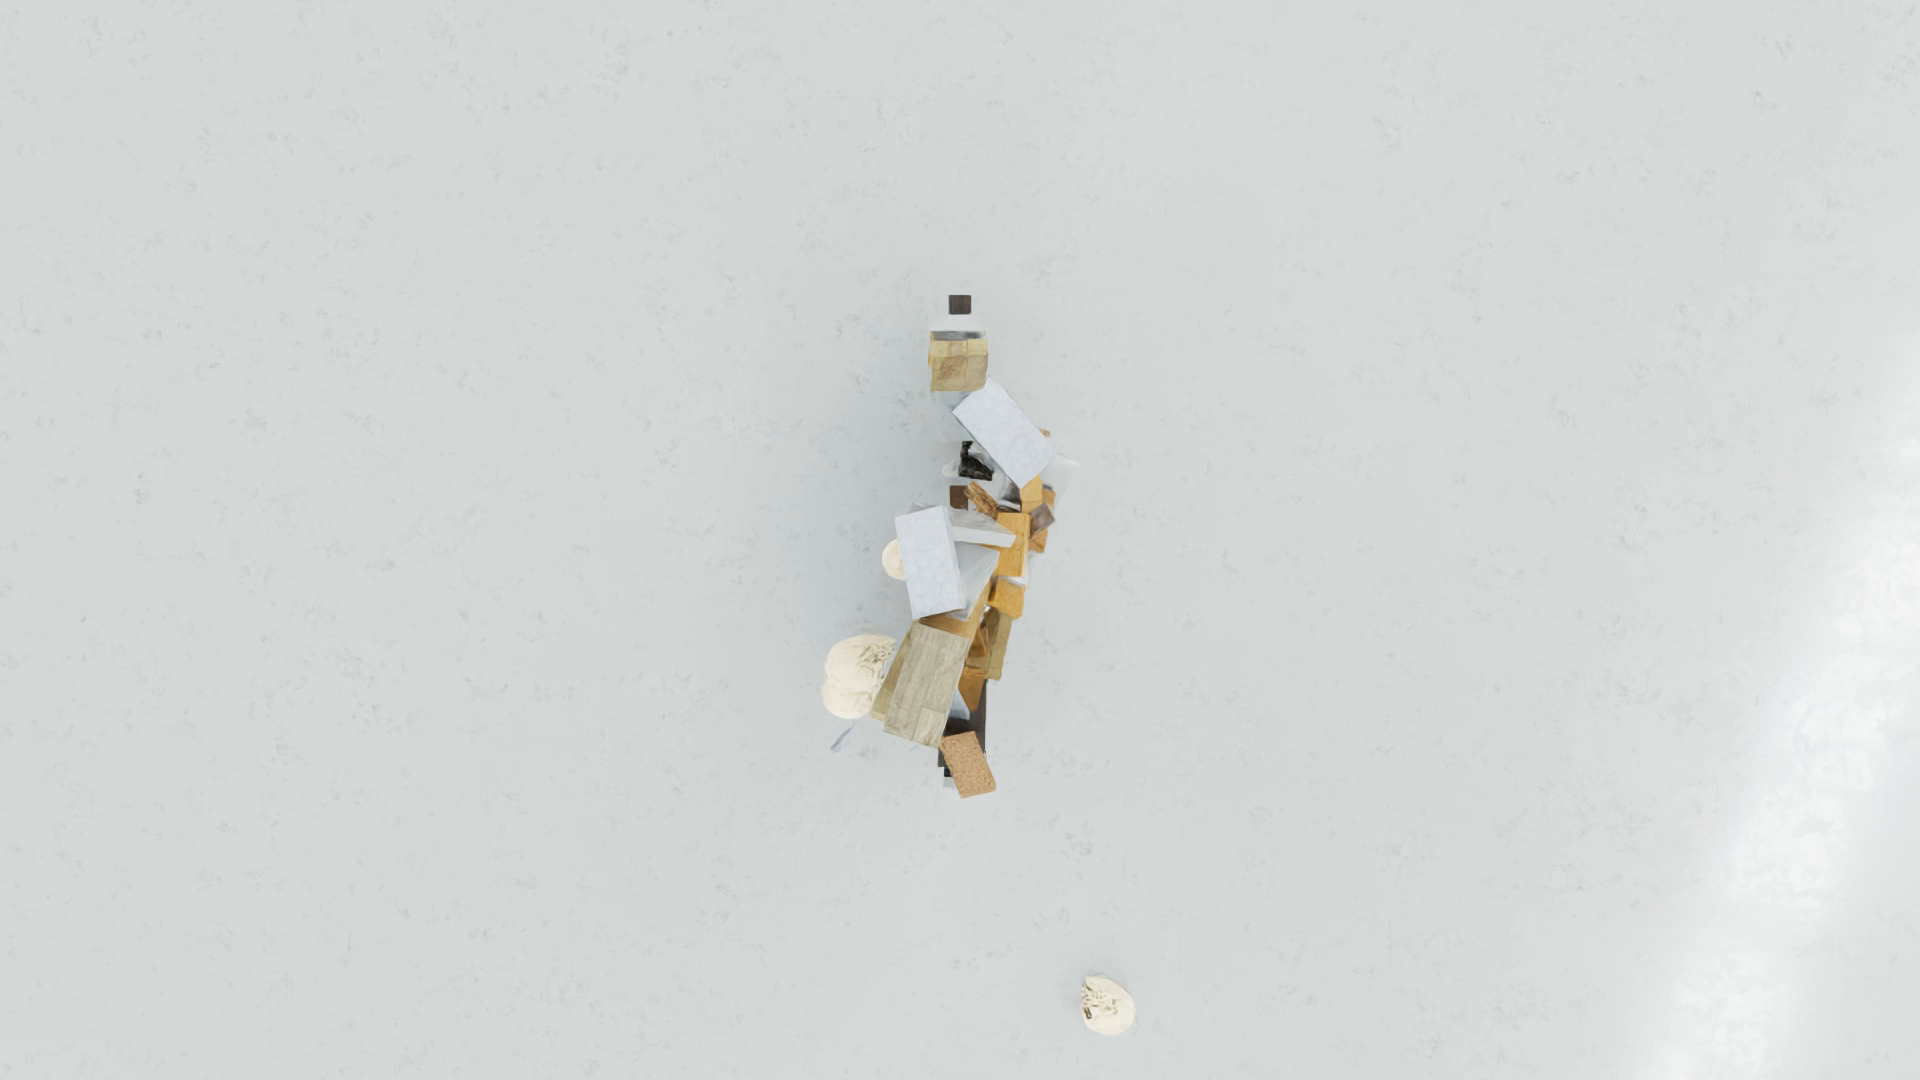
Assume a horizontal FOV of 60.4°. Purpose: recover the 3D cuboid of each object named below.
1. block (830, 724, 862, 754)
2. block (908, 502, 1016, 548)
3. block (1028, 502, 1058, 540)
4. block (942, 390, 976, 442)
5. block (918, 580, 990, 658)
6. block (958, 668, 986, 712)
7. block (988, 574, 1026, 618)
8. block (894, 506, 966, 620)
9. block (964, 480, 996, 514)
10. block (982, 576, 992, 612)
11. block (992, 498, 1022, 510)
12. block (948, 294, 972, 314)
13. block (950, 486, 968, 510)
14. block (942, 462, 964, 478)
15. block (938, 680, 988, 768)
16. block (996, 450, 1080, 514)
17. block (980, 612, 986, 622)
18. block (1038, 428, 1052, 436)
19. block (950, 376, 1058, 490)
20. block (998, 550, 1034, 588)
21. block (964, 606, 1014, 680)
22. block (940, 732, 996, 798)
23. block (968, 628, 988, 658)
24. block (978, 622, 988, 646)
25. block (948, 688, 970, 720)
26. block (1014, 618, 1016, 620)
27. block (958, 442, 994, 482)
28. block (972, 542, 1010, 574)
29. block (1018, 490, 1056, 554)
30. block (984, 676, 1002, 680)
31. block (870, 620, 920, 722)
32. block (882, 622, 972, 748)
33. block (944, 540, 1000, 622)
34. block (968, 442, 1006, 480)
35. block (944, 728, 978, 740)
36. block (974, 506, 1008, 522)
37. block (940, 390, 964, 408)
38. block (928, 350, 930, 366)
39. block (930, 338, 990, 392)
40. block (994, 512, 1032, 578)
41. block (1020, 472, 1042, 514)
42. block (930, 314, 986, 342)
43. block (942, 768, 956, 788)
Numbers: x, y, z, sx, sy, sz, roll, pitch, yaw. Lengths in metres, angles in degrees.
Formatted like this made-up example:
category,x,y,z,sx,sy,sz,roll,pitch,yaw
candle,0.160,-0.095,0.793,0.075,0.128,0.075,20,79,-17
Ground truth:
category,x,y,z,sx,sy,sz,roll,pitch,yaw
block,-0.325,0.565,4.675,0.021,0.148,0.074,41,70,-4
block,0.009,-0.043,4.716,0.143,0.324,0.041,35,107,35
block,0.219,-0.051,4.845,0.126,0.018,0.063,-33,67,21
block,-0.002,-0.406,5.025,0.104,0.030,0.209,1,98,13
block,-0.023,0.208,4.596,0.153,0.305,0.043,12,131,7
block,0.027,0.453,4.969,0.072,0.402,0.020,7,69,0
block,0.146,0.115,4.927,0.109,0.031,0.219,30,50,-28
block,-0.082,0.063,4.517,0.143,0.041,0.286,-14,81,18
block,0.059,-0.124,4.856,0.094,0.013,0.047,46,118,5
block,0.053,0.130,4.972,0.031,0.252,0.109,-42,99,15
block,0.130,-0.108,4.877,0.094,0.047,0.013,16,87,43
block,-0.001,-0.694,5.149,0.070,0.020,0.140,1,90,0
block,-0.003,-0.115,5.367,0.062,0.018,0.124,0,90,0
block,0.014,-0.228,5.385,0.108,0.215,0.030,6,87,-9
block,0.008,0.567,5.182,0.147,0.042,0.294,2,90,0
block,0.204,-0.125,4.961,0.167,0.047,0.335,22,110,-21
block,0.040,0.213,4.886,0.067,0.134,0.019,14,101,3
block,0.143,-0.349,4.955,0.270,0.063,0.018,14,96,8
block,0.129,-0.314,4.813,0.154,0.044,0.308,-43,102,-4
block,0.174,0.040,4.922,0.093,0.026,0.185,25,62,-24
block,0.069,0.278,5.020,0.165,0.329,0.047,10,134,4
block,0.022,0.661,4.860,0.107,0.214,0.030,-10,133,-15
block,0.029,0.292,4.851,0.072,0.143,0.020,-2,47,18
block,0.047,0.276,4.886,0.067,0.134,0.019,8,65,8
block,-0.045,0.444,4.887,0.074,0.571,0.021,8,70,12
block,0.061,0.167,5.290,0.165,0.329,0.047,-5,116,-12
block,0.063,-0.302,5.264,0.108,0.030,0.215,9,87,-18
block,0.035,0.087,4.813,0.109,0.031,0.219,33,81,27
block,0.221,-0.061,4.907,0.093,0.026,0.185,13,86,-17
block,0.034,0.385,5.150,0.165,0.385,0.047,4,92,-3
block,-0.096,0.333,4.598,0.153,0.043,0.424,17,58,13
block,-0.089,0.391,4.438,0.153,0.043,0.305,17,88,10
block,-0.001,0.109,4.650,0.143,0.286,0.041,17,130,11
block,0.174,-0.246,5.102,0.167,0.335,0.047,35,77,-25
block,0.003,0.615,5.054,0.107,0.214,0.030,6,93,0
block,0.095,-0.082,4.920,0.095,0.013,0.047,26,117,-23
block,-0.028,-0.450,4.936,0.064,0.128,0.018,-2,47,25
block,-0.065,-0.514,4.698,0.018,0.128,0.064,6,82,14
block,-0.004,-0.482,4.572,0.154,0.308,0.044,-3,77,-2
block,0.152,0.014,4.839,0.093,0.026,0.185,5,85,22
block,0.210,-0.140,4.876,0.063,0.018,0.126,-4,86,0
block,-0.006,-0.575,4.860,0.154,0.879,0.044,0,89,0
block,0.003,0.729,5.225,0.107,0.550,0.030,2,90,0
